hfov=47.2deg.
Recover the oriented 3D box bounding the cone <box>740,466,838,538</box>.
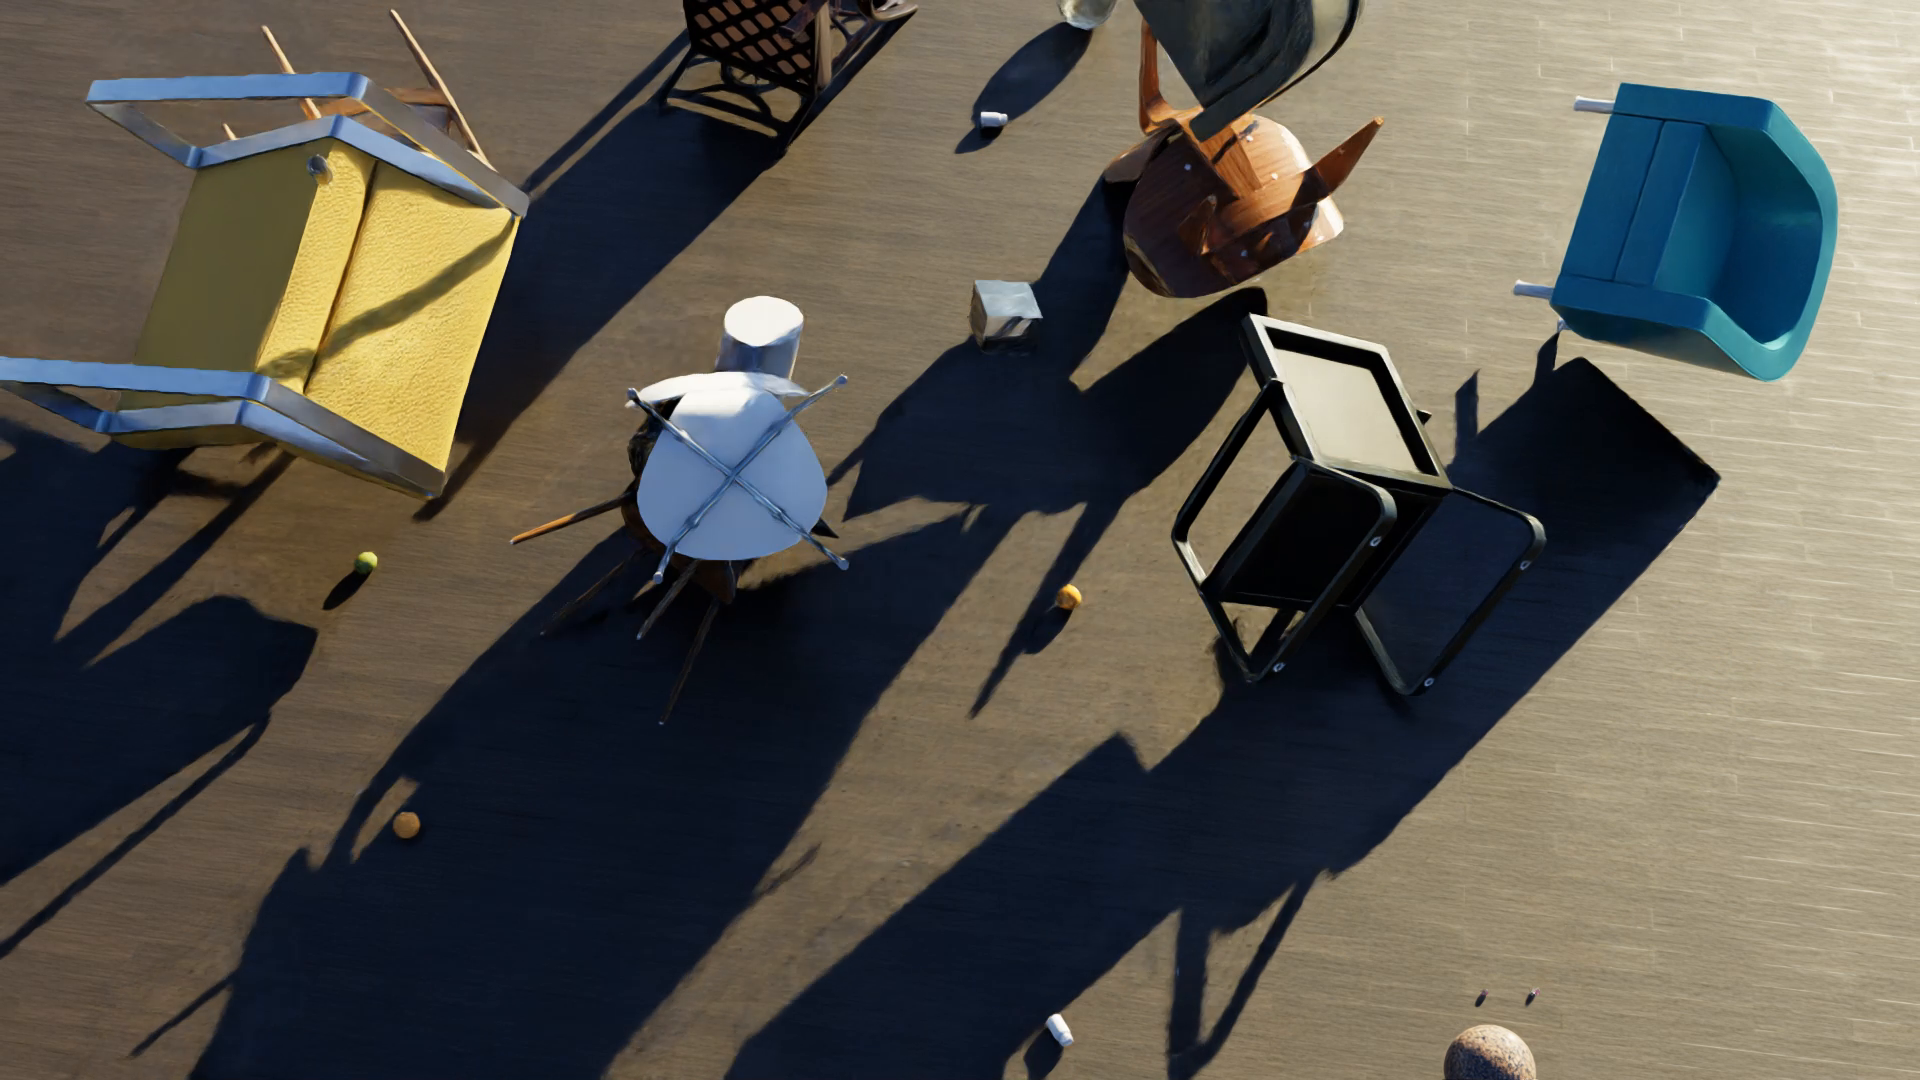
[{"bbox_3d":[-0.473,-0.068,6.447,0.277,0.297,0.123,28,54,-8],"label":"cone"}]

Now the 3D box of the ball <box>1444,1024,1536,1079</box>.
[{"bbox_3d":[1.334,1.337,5.540,0.227,0.227,0.227,0,56,0],"label":"ball"}]

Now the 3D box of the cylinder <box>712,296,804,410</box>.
[{"bbox_3d":[-0.603,-0.555,6.544,0.211,0.253,0.255,41,48,23],"label":"cylinder"}]

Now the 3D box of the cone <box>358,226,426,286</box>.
[{"bbox_3d":[-1.811,-0.961,7.143,0.242,0.172,0.223,-11,39,18],"label":"cone"}]

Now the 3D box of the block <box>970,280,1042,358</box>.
[{"bbox_3d":[0.142,-0.692,6.886,0.174,0.143,0.229,0,35,-12],"label":"block"}]

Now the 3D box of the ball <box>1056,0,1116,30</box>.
[{"bbox_3d":[0.444,-1.902,7.722,0.213,0.213,0.213,0,56,0],"label":"ball"}]
